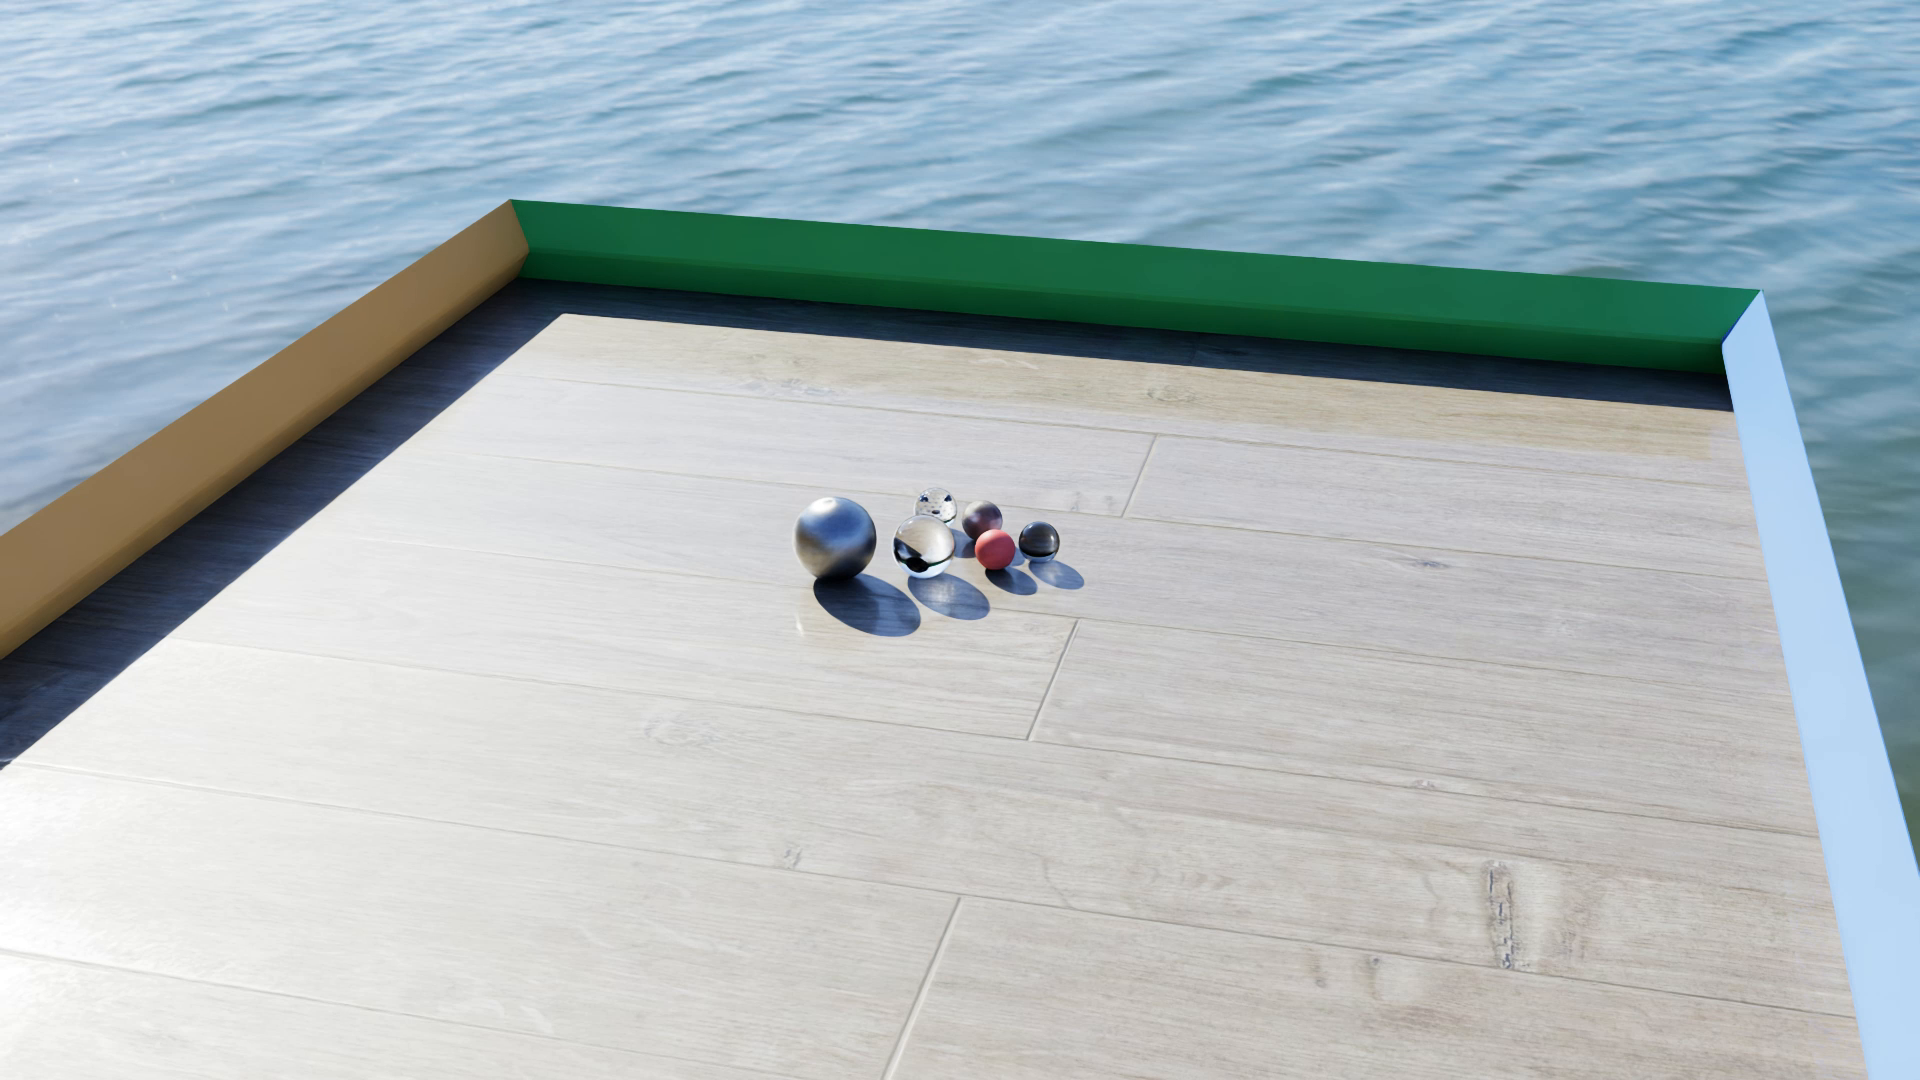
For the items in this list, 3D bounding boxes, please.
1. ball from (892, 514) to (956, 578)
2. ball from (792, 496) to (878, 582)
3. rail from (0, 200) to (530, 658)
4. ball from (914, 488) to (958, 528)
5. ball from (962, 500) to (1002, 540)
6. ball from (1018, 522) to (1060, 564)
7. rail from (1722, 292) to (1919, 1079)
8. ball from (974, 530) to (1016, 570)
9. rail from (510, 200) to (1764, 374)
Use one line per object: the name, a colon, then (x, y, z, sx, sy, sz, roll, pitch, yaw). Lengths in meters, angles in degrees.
ball: (-0.038, 0.007, 2.282, 0.067, 0.067, 0.067, 0, 25, 0)
ball: (-0.130, -0.001, 2.274, 0.088, 0.088, 0.088, 0, 25, 0)
rail: (-0.991, 0.211, 1.787, 0.045, 0.115, 3.125, 6, 26, 12)
ball: (-0.027, -0.033, 2.388, 0.048, 0.048, 0.048, 0, 25, 0)
ball: (0.024, -0.021, 2.367, 0.044, 0.044, 0.044, 0, 25, 0)
ball: (0.083, 0.003, 2.317, 0.045, 0.045, 0.045, 0, 25, 0)
rail: (0.621, 0.378, 1.431, 0.045, 0.115, 3.125, 6, 26, 12)
ball: (0.037, 0.010, 2.303, 0.043, 0.043, 0.043, 0, 25, 0)
rail: (0.179, -0.340, 2.963, 1.707, 0.115, 0.045, 6, 26, 12)
